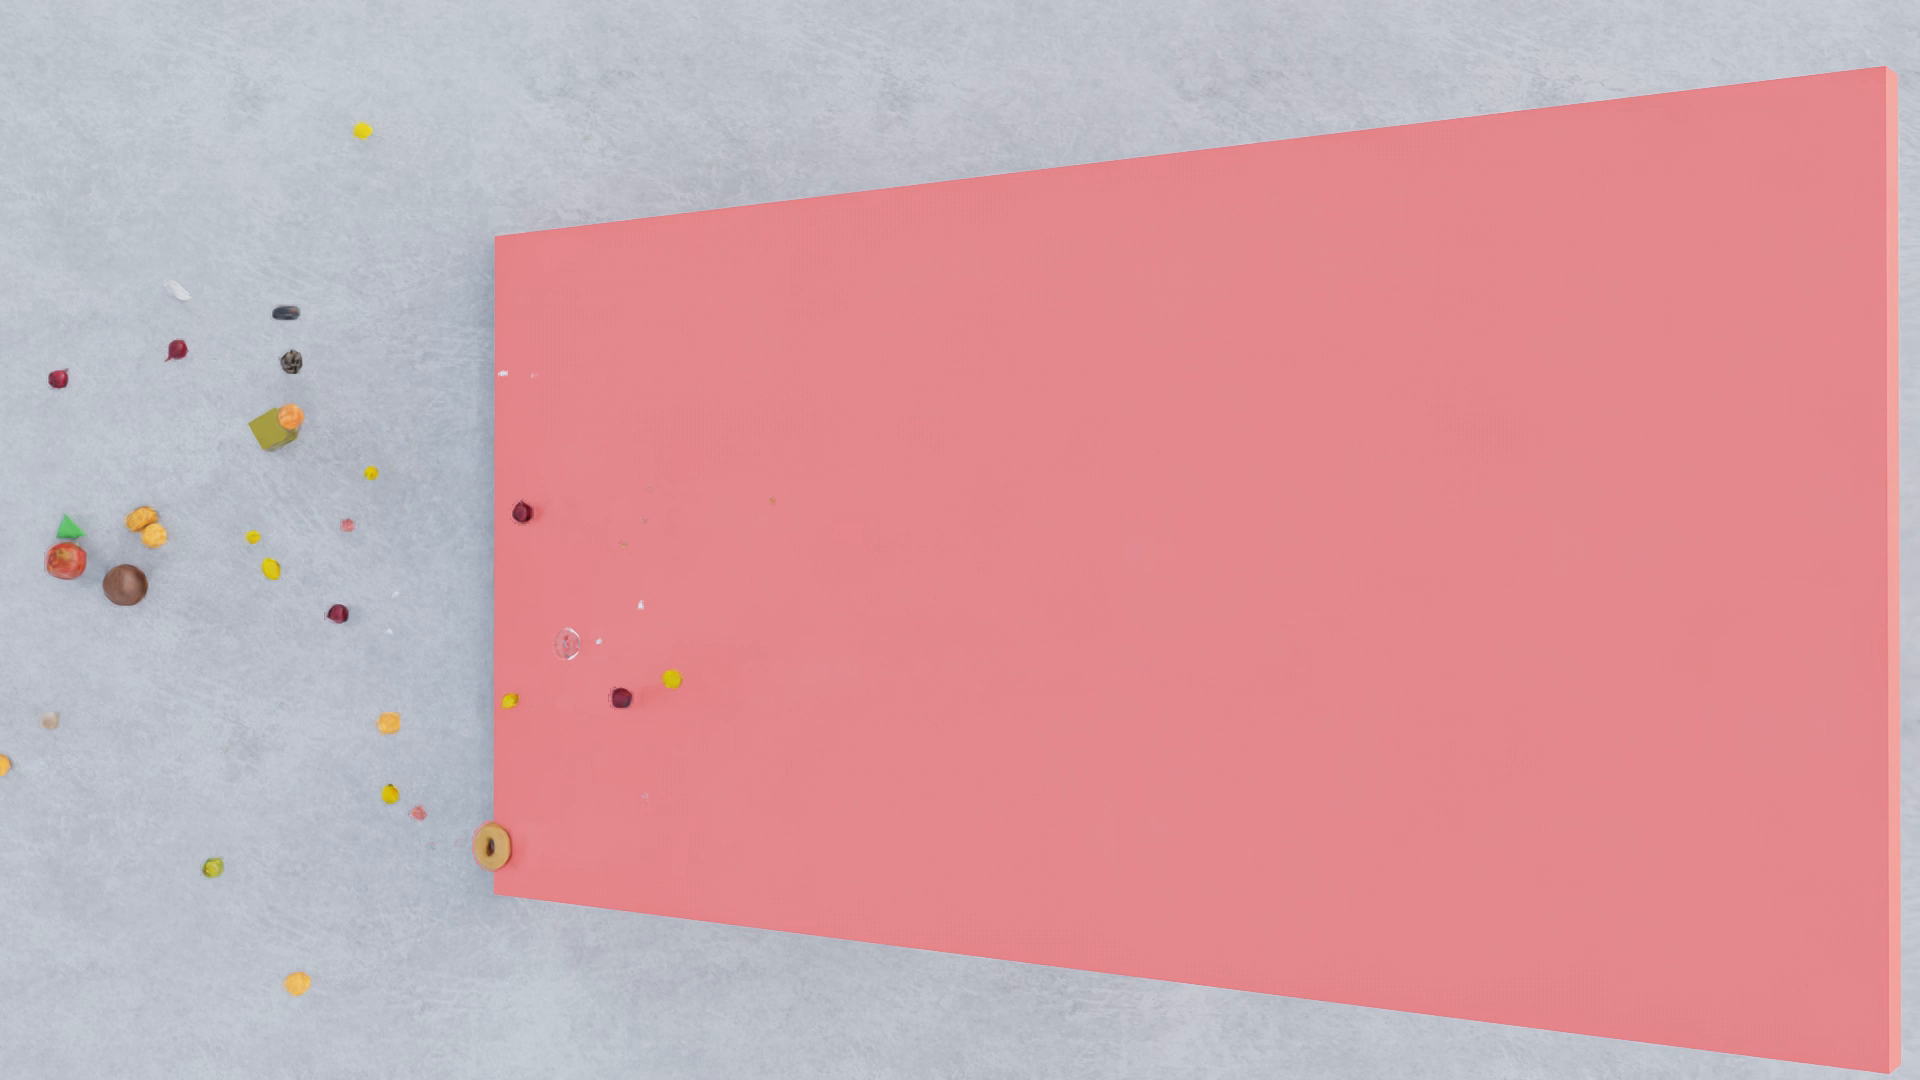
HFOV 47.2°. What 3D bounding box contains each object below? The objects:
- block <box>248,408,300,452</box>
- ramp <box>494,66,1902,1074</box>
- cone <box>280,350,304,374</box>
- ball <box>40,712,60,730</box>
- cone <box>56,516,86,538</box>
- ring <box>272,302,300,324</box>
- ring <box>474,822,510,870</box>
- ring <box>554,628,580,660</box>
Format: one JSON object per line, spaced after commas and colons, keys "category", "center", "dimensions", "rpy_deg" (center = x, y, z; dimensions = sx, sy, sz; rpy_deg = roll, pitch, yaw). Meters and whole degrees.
{"category": "block", "center": [-2.098, -0.336, 6.722], "dimensions": [0.096, 0.096, 0.096], "rpy_deg": [-31, 90, 0]}
{"category": "ramp", "center": [0.241, 0.067, 5.564], "dimensions": [4.000, 0.100, 2.000], "rpy_deg": [0, 89, 36]}
{"category": "cone", "center": [-2.069, -0.550, 6.748], "dimensions": [0.075, 0.075, 0.075], "rpy_deg": [15, 89, 40]}
{"category": "ball", "center": [-2.789, 0.553, 6.735], "dimensions": [0.056, 0.056, 0.056], "rpy_deg": [0, 90, 0]}
{"category": "cone", "center": [-2.719, -0.026, 6.749], "dimensions": [0.082, 0.082, 0.082], "rpy_deg": [24, 90, -27]}
{"category": "ring", "center": [-2.057, -0.692, 6.718], "dimensions": [0.086, 0.086, 0.029], "rpy_deg": [-21, 64, 0]}
{"category": "ring", "center": [-1.413, 0.925, 6.648], "dimensions": [0.142, 0.047, 0.142], "rpy_deg": [-3, 86, 39]}
{"category": "ring", "center": [-1.156, 0.306, 6.480], "dimensions": [0.095, 0.032, 0.095], "rpy_deg": [-1, 88, 36]}
